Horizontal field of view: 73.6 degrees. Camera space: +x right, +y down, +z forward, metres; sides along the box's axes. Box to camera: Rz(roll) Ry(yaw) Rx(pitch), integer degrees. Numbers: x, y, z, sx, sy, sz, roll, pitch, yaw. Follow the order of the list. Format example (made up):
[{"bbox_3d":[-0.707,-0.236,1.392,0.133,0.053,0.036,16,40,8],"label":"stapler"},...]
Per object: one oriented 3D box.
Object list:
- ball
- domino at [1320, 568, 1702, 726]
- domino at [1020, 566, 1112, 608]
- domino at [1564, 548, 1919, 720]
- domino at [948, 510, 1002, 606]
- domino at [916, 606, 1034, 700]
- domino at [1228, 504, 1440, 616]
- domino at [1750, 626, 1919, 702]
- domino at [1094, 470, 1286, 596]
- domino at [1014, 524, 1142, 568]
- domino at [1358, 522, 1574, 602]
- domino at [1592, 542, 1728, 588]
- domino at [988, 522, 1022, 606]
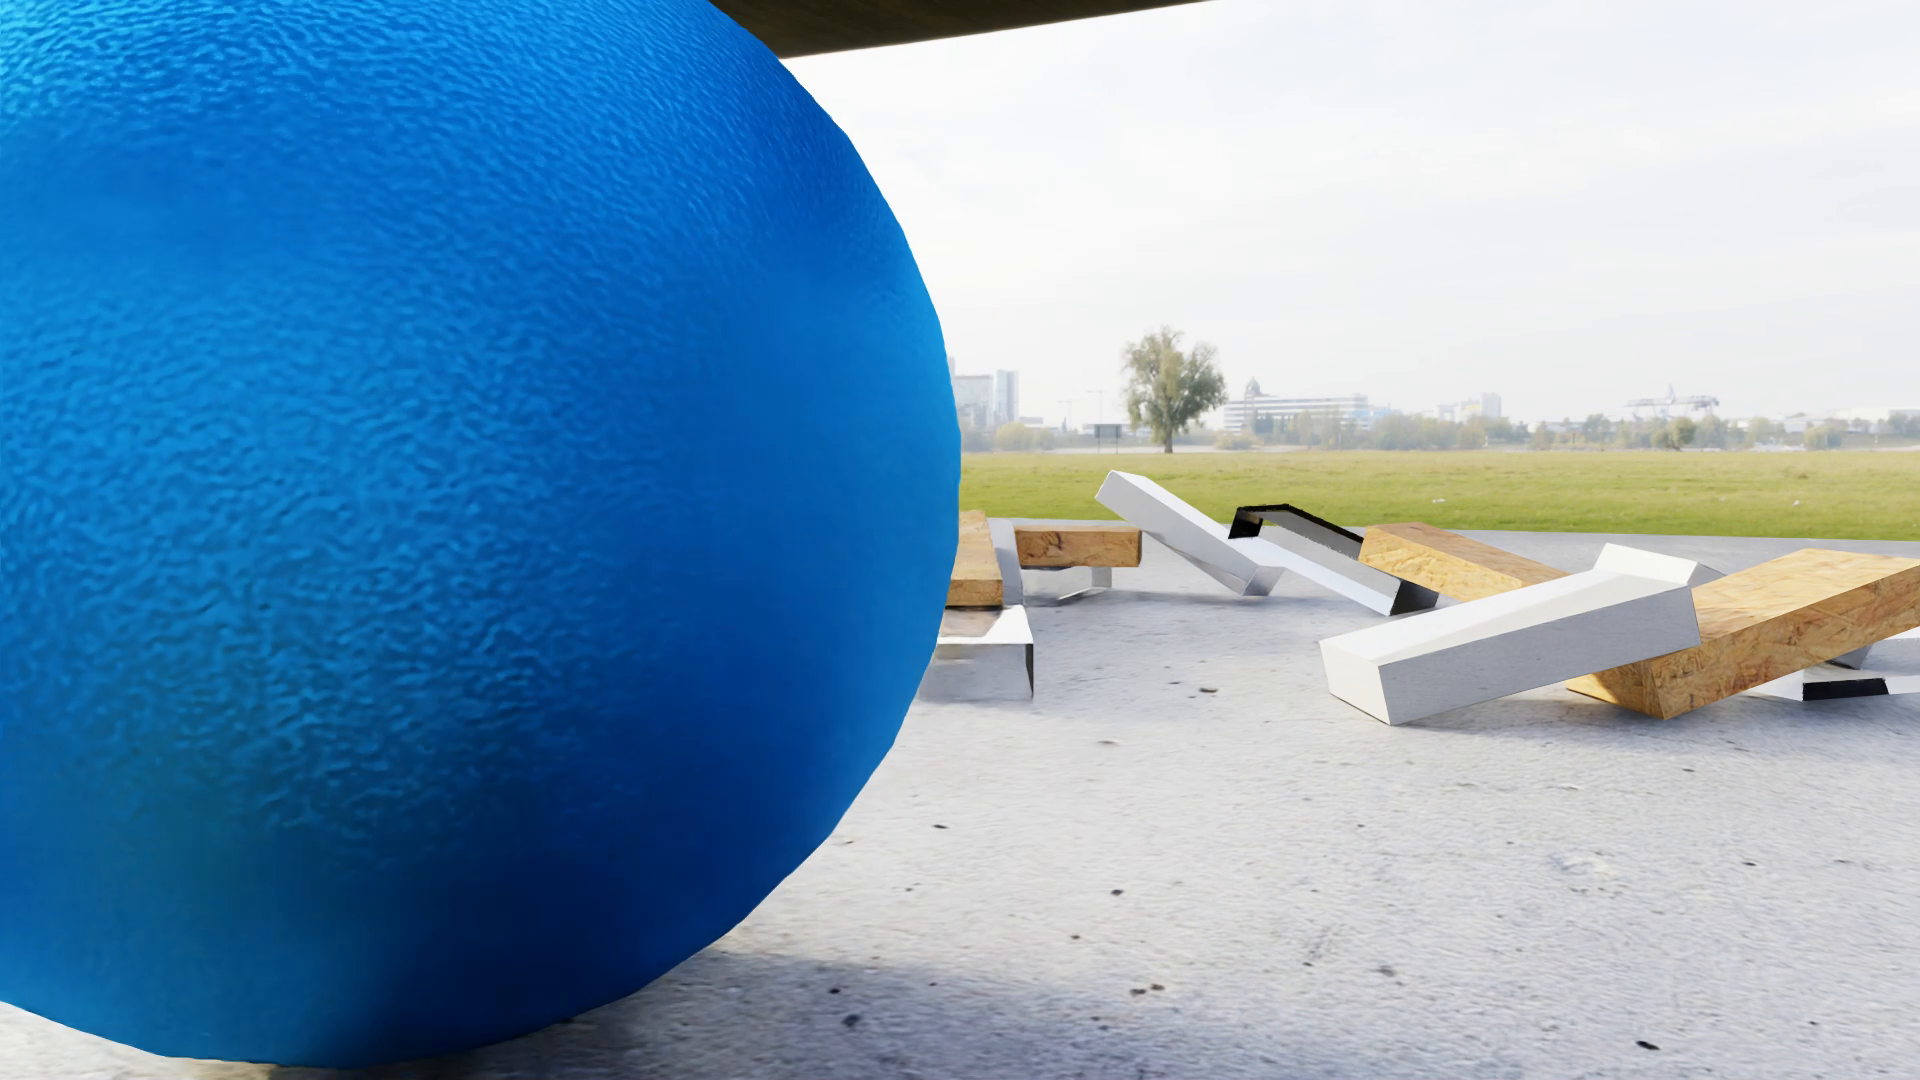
[{"bbox_3d":[-0.040,-0.005,0.094,0.080,0.080,0.080,0,4,0],"label":"ball"},{"bbox_3d":[0.087,0.017,0.207,0.050,0.009,0.025,-14,5,-3],"label":"domino"},{"bbox_3d":[0.024,0.011,0.361,0.025,0.010,0.050,2,5,22],"label":"domino"},{"bbox_3d":[0.129,0.015,0.212,0.050,0.009,0.025,-18,6,-6],"label":"domino"},{"bbox_3d":[-0.005,0.005,0.301,0.025,0.009,0.050,-1,19,-3],"label":"domino"},{"bbox_3d":[0.000,0.020,0.238,0.025,0.009,0.050,0,4,1],"label":"domino"},{"bbox_3d":[0.099,0.004,0.340,0.025,0.009,0.050,-4,25,-44],"label":"domino"},{"bbox_3d":[0.160,0.021,0.231,0.050,0.009,0.025,-1,4,-17],"label":"domino"},{"bbox_3d":[0.064,-0.002,0.359,0.050,0.010,0.025,36,15,26],"label":"domino"},{"bbox_3d":[0.025,0.001,0.360,0.050,0.009,0.025,1,4,11],"label":"domino"},{"bbox_3d":[0.126,0.008,0.311,0.025,0.010,0.050,-3,21,-41],"label":"domino"},{"bbox_3d":[0.160,0.012,0.281,0.025,0.009,0.050,25,7,5],"label":"domino"},{"bbox_3d":[0.002,0.008,0.324,0.025,0.009,0.050,0,19,0],"label":"domino"}]
